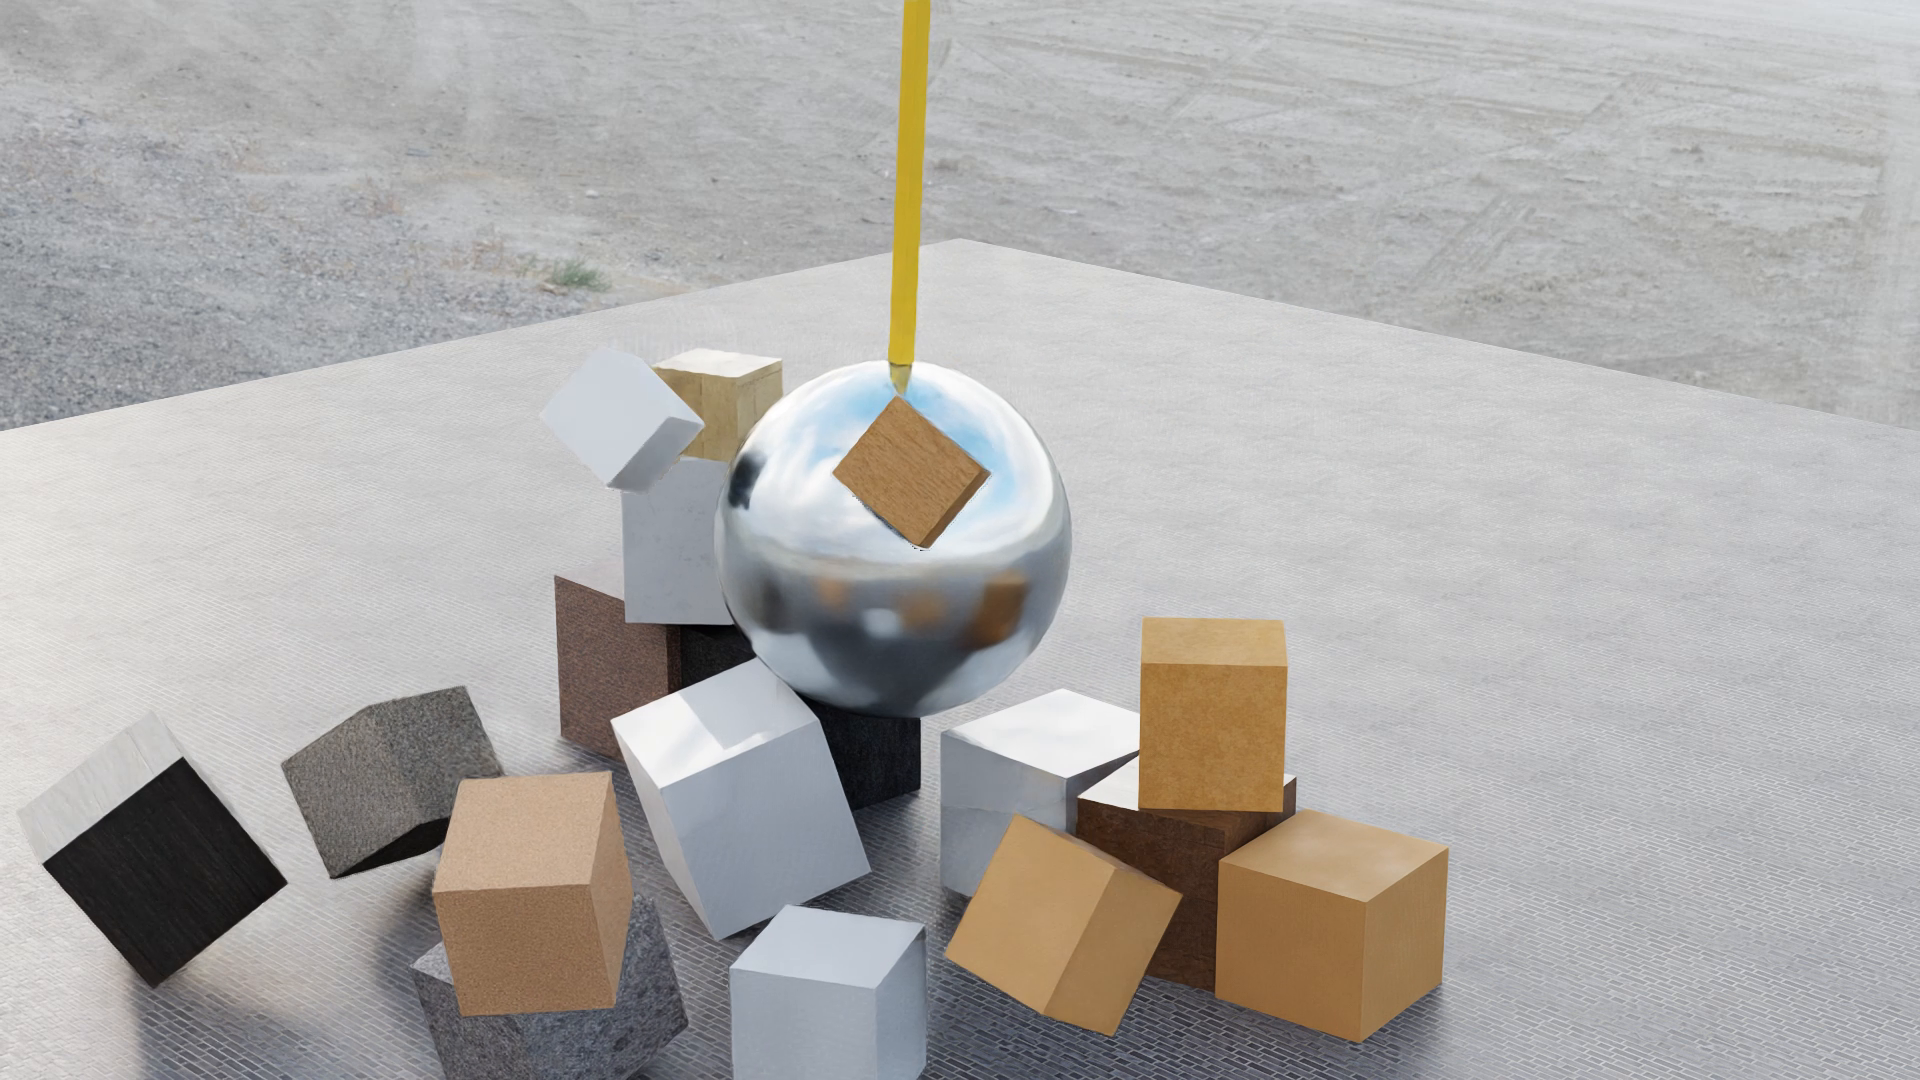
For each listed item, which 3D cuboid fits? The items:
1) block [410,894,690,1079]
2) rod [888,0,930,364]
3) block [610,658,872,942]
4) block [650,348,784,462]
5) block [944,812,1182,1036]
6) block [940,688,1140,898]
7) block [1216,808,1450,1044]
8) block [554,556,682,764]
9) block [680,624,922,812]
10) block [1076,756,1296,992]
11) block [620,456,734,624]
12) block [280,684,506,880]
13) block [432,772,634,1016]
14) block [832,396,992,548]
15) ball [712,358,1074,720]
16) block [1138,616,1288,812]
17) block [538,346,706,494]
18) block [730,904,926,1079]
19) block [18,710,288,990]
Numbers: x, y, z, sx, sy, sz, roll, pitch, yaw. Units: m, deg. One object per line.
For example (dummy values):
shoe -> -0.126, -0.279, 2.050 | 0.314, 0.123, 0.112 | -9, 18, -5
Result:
block -> -1.586, 1.772, 11.391 | 0.612, 0.612, 0.747 | 14, 38, 38
rod -> -0.129, -3.290, 12.173 | 0.080, 5.200, 0.080 | 17, 20, 42
block -> -0.986, 1.140, 13.097 | 0.750, 0.786, 0.865 | -23, 23, -13
block -> -1.161, -0.646, 14.043 | 0.483, 0.418, 0.414 | 9, 19, 27
block -> 0.404, 1.497, 11.406 | 0.514, 0.619, 0.548 | 26, -2, 36
block -> 0.467, 1.212, 13.252 | 0.766, 0.742, 0.804 | 16, 24, 42
block -> 1.552, 1.594, 12.234 | 0.689, 0.622, 0.699 | 13, 21, 35
block -> -1.414, 0.595, 14.991 | 0.918, 0.876, 0.906 | -16, 24, -41
block -> -0.780, 0.820, 14.385 | 0.792, 0.809, 0.878 | -15, 23, -40
block -> 0.974, 1.406, 12.634 | 0.695, 0.741, 0.697 | 10, 20, 30
block -> -1.200, -0.102, 14.376 | 0.784, 0.820, 0.786 | 1, 17, 3
block -> -2.538, 1.089, 13.247 | 0.626, 0.577, 0.636 | -31, -11, 29
block -> -1.577, 1.314, 10.922 | 0.571, 0.598, 0.651 | -4, 33, 3
block -> -0.195, -0.275, 12.026 | 0.463, 0.413, 0.382 | 40, 3, 6
ball -> -0.297, -0.004, 13.029 | 1.600, 1.600, 1.600 | 0, 17, 0
block -> 1.069, 0.734, 12.459 | 0.604, 0.647, 0.588 | 1, 17, 4
block -> -1.491, -0.527, 12.962 | 0.454, 0.420, 0.435 | 45, 9, 14
block -> -0.503, 1.856, 11.398 | 0.586, 0.617, 0.585 | 6, 19, 17
block -> -3.435, 1.310, 12.477 | 0.703, 0.756, 0.626 | -39, 28, -12
